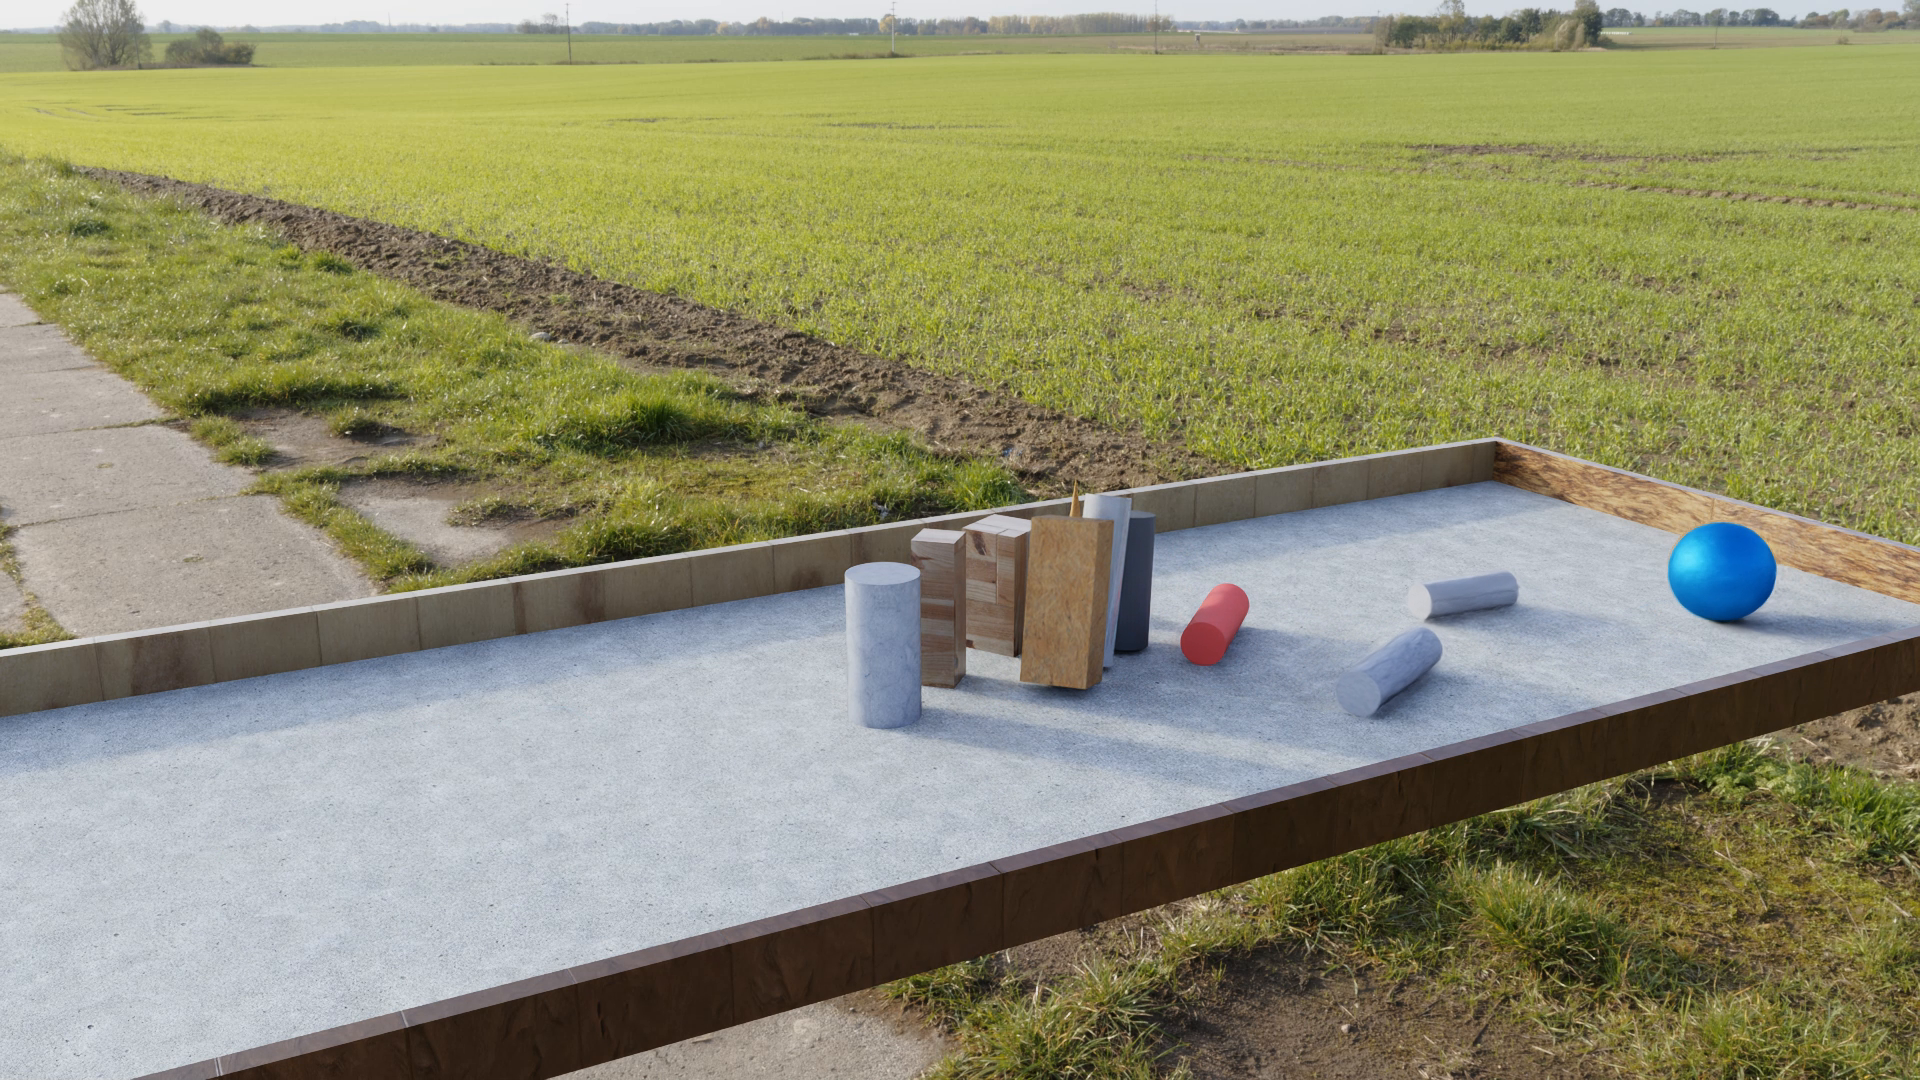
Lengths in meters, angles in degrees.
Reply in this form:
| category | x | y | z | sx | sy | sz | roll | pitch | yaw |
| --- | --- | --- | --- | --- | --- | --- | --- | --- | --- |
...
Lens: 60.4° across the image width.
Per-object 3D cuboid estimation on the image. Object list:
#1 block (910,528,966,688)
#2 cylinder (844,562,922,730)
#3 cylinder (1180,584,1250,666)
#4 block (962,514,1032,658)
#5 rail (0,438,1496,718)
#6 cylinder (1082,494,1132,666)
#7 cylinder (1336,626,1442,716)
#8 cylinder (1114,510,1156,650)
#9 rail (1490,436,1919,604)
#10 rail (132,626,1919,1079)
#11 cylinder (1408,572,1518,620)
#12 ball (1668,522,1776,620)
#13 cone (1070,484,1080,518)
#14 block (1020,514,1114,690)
| category | x | y | z | sx | sy | sz | roll | pitch | yaw |
| --- | --- | --- | --- | --- | --- | --- | --- | --- | --- |
| block | -0.052 | 0.170 | 4.107 | 0.109 | 0.377 | 0.109 | 5 | 17 | 15 |
| cylinder | -0.180 | 0.247 | 3.887 | 0.177 | 0.354 | 0.177 | 0 | 16 | 0 |
| cylinder | 0.681 | 0.222 | 4.391 | 0.118 | 0.118 | 0.345 | 6 | 17 | 19 |
| block | 0.116 | 0.119 | 4.370 | 0.162 | 0.327 | 0.162 | 10 | 19 | 32 |
| rail | -3.305 | 0.497 | 3.399 | 12.000 | 0.150 | 0.050 | -9 | 18 | -27 |
| cylinder | 0.355 | 0.101 | 4.218 | 0.120 | 0.431 | 0.120 | 6 | 3 | 0 |
| cylinder | 1.062 | 0.321 | 4.066 | 0.112 | 0.112 | 0.398 | 12 | 20 | 35 |
| cylinder | 0.431 | 0.103 | 4.355 | 0.150 | 0.349 | 0.150 | 2 | 9 | 0 |
| rail | 2.466 | -0.048 | 5.253 | 0.050 | 0.150 | 2.100 | -9 | 18 | -27 |
| rail | -2.336 | 1.006 | 1.665 | 12.000 | 0.150 | 0.050 | -9 | 18 | -27 |
| cylinder | 1.420 | 0.155 | 4.649 | 0.304 | 0.100 | 0.100 | -7 | 18 | -22 |
| ball | 2.111 | 0.087 | 4.572 | 0.274 | 0.274 | 0.274 | 0 | 16 | 0 |
| cone | 0.320 | 0.016 | 4.599 | 0.108 | 0.396 | 0.108 | 0 | 16 | 0 |
| block | 0.266 | 0.149 | 4.083 | 0.167 | 0.405 | 0.167 | 5 | 5 | 18 |
